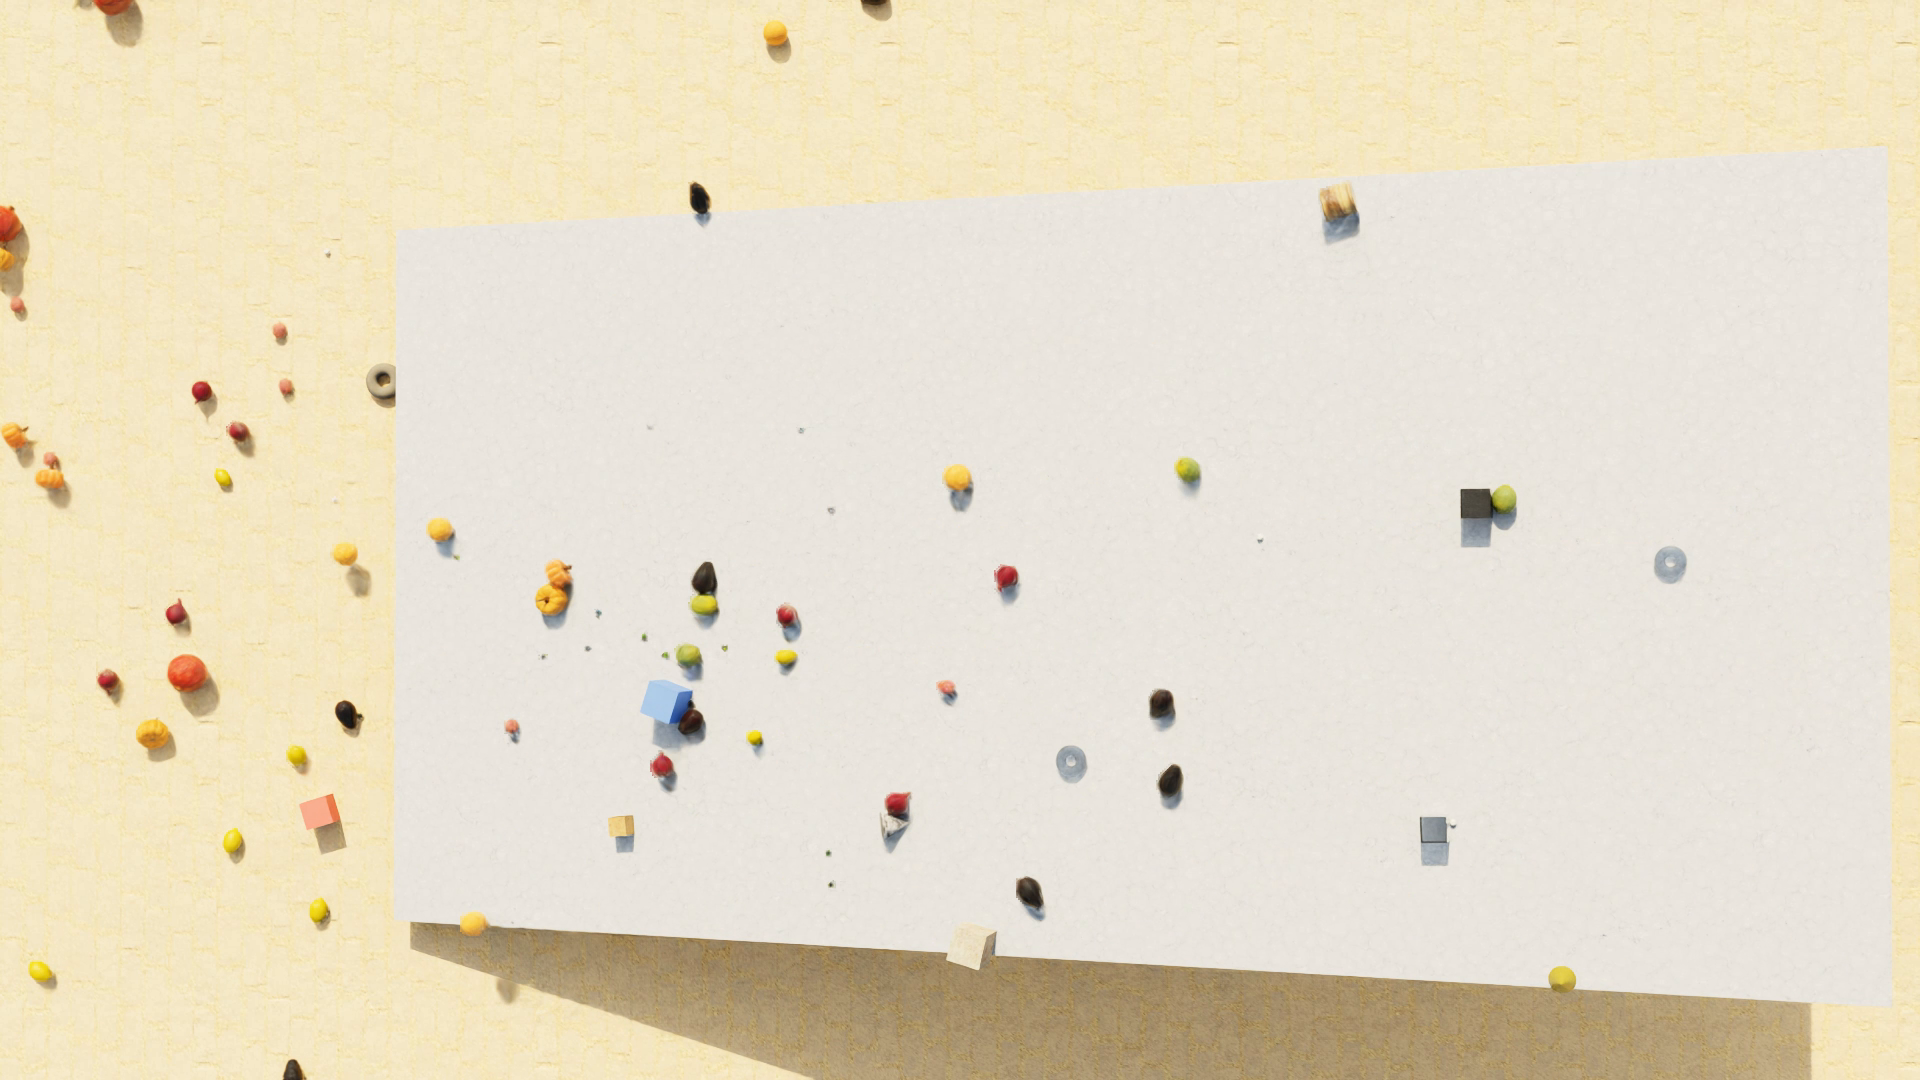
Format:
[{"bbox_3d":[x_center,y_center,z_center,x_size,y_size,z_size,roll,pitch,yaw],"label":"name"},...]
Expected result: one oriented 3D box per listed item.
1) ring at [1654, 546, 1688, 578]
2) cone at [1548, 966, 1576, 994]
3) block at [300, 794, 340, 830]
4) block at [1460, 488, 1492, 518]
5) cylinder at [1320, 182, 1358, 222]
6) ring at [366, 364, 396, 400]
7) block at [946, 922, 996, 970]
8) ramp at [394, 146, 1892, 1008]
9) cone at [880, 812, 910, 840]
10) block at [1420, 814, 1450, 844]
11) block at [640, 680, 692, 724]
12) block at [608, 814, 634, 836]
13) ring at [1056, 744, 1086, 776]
[{"bbox_3d":[1.696,0.051,5.248,0.076,0.025,0.076,-1,88,18],"label":"ring"},{"bbox_3d":[1.448,1.064,5.294,0.066,0.066,0.066,0,89,18],"label":"cone"},{"bbox_3d":[-1.867,0.793,6.415,0.080,0.080,0.080,-17,89,0],"label":"block"},{"bbox_3d":[1.261,-0.089,5.370,0.071,0.071,0.071,-1,89,18],"label":"block"},{"bbox_3d":[0.944,-0.843,5.482,0.079,0.079,0.079,-14,89,18],"label":"cylinder"},{"bbox_3d":[-1.690,-0.466,6.455,0.107,0.036,0.107,0,89,-1],"label":"ring"},{"bbox_3d":[0.031,1.061,5.754,0.091,0.091,0.091,14,94,18],"label":"block"},{"bbox_3d":[0.277,0.092,5.786,4.000,0.100,2.000,0,89,18],"label":"ramp"},{"bbox_3d":[-0.170,0.758,5.854,0.077,0.077,0.077,-5,89,-8],"label":"cone"},{"bbox_3d":[1.165,0.708,5.395,0.064,0.064,0.064,-3,88,18],"label":"block"},{"bbox_3d":[-0.806,0.444,6.040,0.092,0.092,0.092,19,95,18],"label":"block"},{"bbox_3d":[-0.940,0.793,6.101,0.052,0.052,0.052,-7,87,18],"label":"block"},{"bbox_3d":[0.289,0.573,5.708,0.083,0.028,0.083,-1,88,18],"label":"ring"}]
